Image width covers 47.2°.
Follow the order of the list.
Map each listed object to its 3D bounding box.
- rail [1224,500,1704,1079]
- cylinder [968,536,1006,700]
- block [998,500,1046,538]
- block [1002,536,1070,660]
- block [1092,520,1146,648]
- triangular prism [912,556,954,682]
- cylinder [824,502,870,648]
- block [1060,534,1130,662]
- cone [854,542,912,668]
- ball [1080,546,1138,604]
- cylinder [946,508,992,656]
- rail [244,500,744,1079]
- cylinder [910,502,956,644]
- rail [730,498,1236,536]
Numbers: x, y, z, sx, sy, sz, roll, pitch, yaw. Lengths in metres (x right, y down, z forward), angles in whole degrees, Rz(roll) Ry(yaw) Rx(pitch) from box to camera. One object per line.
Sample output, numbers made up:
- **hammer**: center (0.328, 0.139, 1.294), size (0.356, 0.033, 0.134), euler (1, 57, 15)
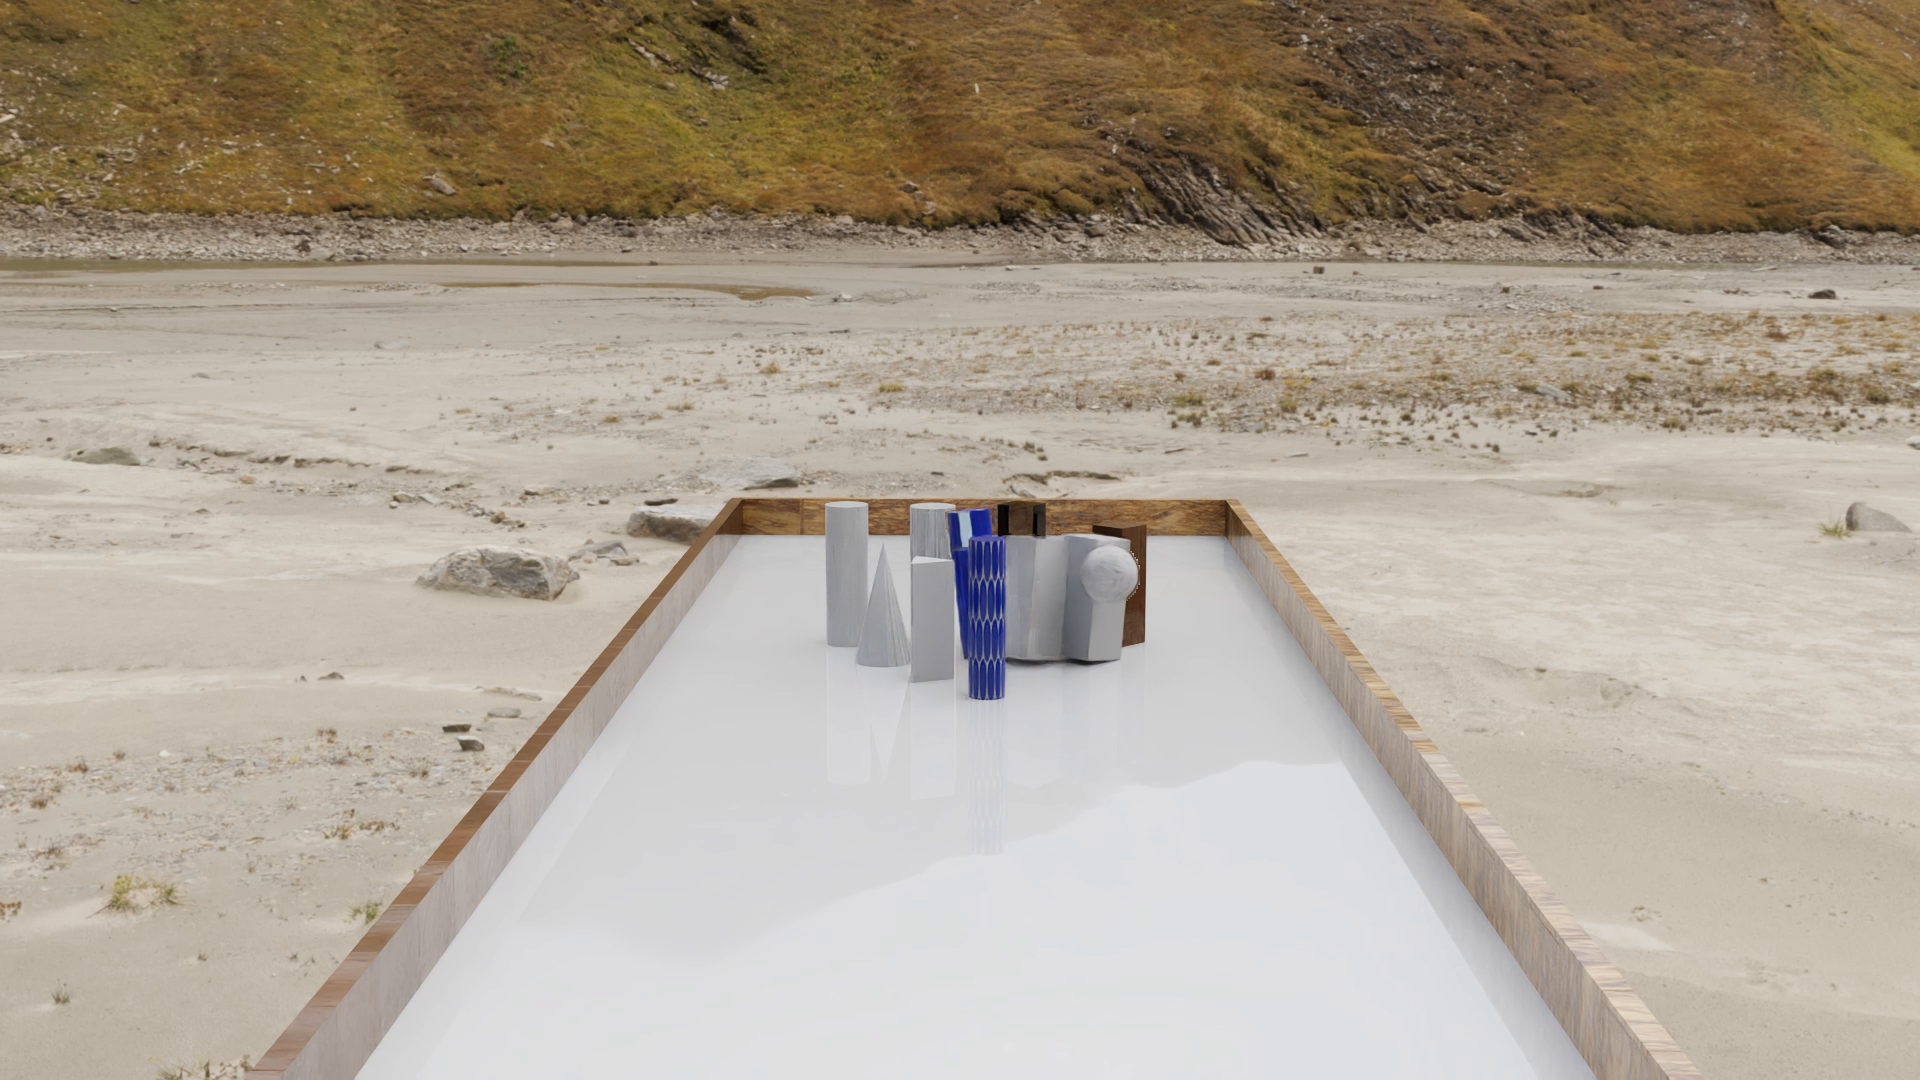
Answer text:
- **rail**: center (1.046, 0.843, 3.208), size (0.050, 0.150, 12.000), euler (0, 9, 1)
- **cylinder**: center (0.076, 0.219, 6.188), size (0.104, 0.451, 0.104), euler (0, 9, 0)
- **block**: center (0.193, 0.107, 6.914), size (0.110, 0.445, 0.110), euler (6, 11, 32)
- **block**: center (0.216, 0.175, 6.675), size (0.145, 0.363, 0.145), euler (3, 2, -44)
- **block**: center (0.502, 0.138, 6.938), size (0.121, 0.377, 0.121), euler (8, 12, 43)
- **triangular prism**: center (-0.103, 0.229, 6.444), size (0.135, 0.351, 0.117), euler (-4, 10, -25)
- **cylinder**: center (-0.355, 0.107, 6.919), size (0.136, 0.443, 0.136), euler (0, 9, 0)
- **block**: center (0.404, 0.174, 6.696), size (0.142, 0.367, 0.142), euler (0, 6, -42)
- **cone**: center (-0.231, 0.186, 6.656), size (0.179, 0.370, 0.179), euler (0, 9, 0)
- **ball**: center (0.441, 0.102, 6.508), size (0.174, 0.174, 0.174), euler (0, 9, 0)
- **cylinder**: center (0.049, 0.130, 6.739), size (0.133, 0.439, 0.133), euler (-6, 2, 0)
- **rail**: center (-1.004, 0.839, 3.234), size (0.050, 0.150, 12.000), euler (0, 9, 1)
- **cylinder**: center (-0.085, 0.110, 6.914), size (0.144, 0.439, 0.144), euler (0, 9, 0)
- **rail**: center (0.099, -0.098, 9.147), size (2.100, 0.150, 0.050), euler (0, 9, 1)
